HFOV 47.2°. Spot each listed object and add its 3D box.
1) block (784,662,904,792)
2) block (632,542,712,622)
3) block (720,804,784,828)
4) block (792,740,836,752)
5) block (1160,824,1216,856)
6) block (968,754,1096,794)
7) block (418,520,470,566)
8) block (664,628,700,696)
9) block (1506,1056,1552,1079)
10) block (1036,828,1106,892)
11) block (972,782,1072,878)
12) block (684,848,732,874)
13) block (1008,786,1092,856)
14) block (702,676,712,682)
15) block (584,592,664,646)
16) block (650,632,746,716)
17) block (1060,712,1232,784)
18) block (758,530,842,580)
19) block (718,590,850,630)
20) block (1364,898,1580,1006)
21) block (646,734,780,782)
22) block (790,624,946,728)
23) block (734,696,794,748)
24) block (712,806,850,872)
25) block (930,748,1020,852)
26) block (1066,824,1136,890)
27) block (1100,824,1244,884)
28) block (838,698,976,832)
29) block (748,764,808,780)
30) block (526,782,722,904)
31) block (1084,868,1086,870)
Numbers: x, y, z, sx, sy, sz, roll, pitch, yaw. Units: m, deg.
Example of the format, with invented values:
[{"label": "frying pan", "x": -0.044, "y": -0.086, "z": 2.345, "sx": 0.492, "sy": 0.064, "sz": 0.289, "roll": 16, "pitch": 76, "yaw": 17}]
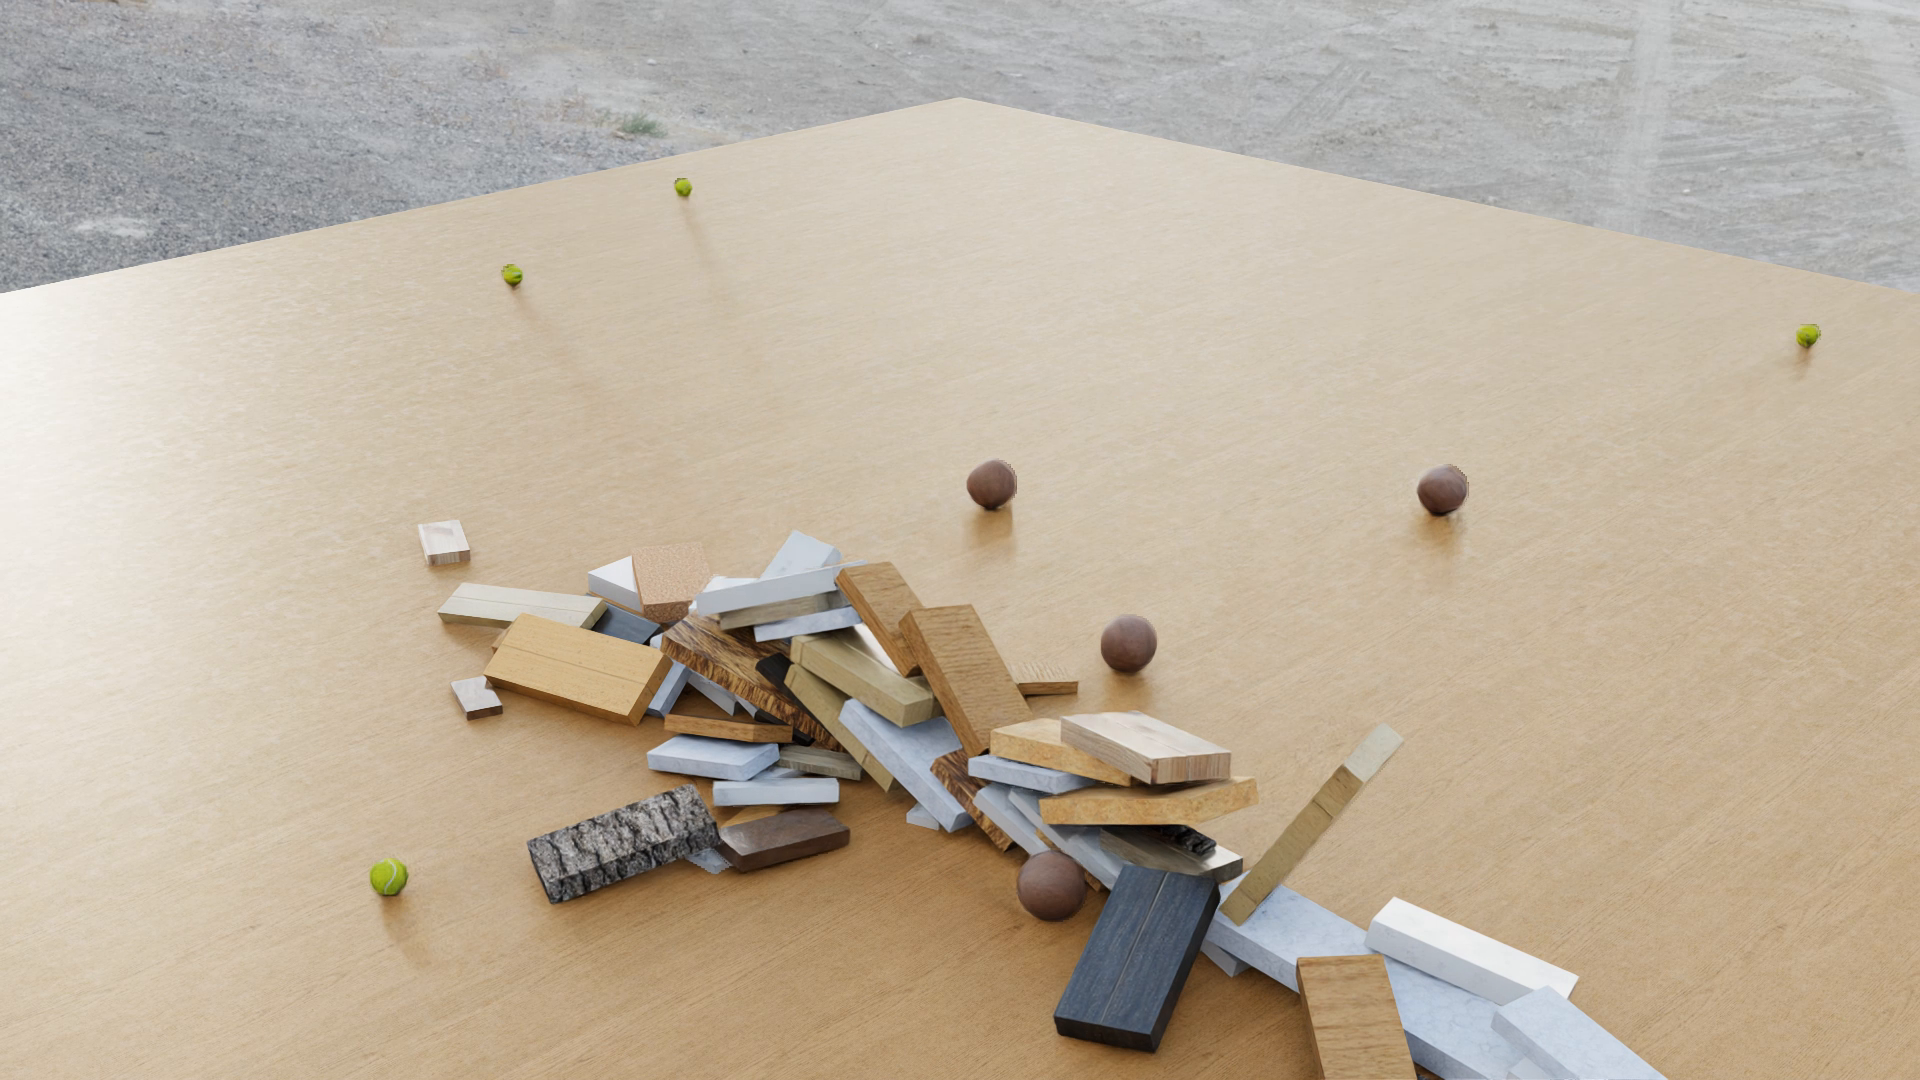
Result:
[{"label": "block", "x": -0.189, "y": 0.373, "z": 4.600, "sx": 0.178, "sy": 0.050, "sz": 0.356, "roll": -13, "pitch": 46, "yaw": -44}, {"label": "block", "x": -0.695, "y": 0.101, "z": 5.335, "sx": 0.173, "sy": 0.049, "sz": 0.346, "roll": -5, "pitch": 24, "yaw": -12}, {"label": "block", "x": -0.416, "y": 0.564, "z": 4.409, "sx": 0.065, "sy": 0.018, "sz": 0.131, "roll": 14, "pitch": 26, "yaw": 29}, {"label": "block", "x": -0.327, "y": 0.419, "z": 4.701, "sx": 0.065, "sy": 0.018, "sz": 0.131, "roll": -20, "pitch": 47, "yaw": -38}, {"label": "block", "x": 0.421, "y": 0.550, "z": 4.060, "sx": 0.094, "sy": 0.013, "sz": 0.047, "roll": 25, "pitch": 31, "yaw": 35}, {"label": "block", "x": 0.140, "y": 0.452, "z": 4.291, "sx": 0.232, "sy": 0.033, "sz": 0.116, "roll": 6, "pitch": 9, "yaw": 44}, {"label": "block", "x": -1.339, "y": 0.006, "z": 5.708, "sx": 0.107, "sy": 0.030, "sz": 0.213, "roll": -8, "pitch": 24, "yaw": -18}, {"label": "block", "x": -0.665, "y": 0.275, "z": 5.063, "sx": 0.278, "sy": 0.039, "sz": 0.139, "roll": 20, "pitch": 30, "yaw": 39}, {"label": "block", "x": 1.055, "y": 0.914, "z": 3.464, "sx": 0.355, "sy": 0.050, "sz": 0.177, "roll": 31, "pitch": 37, "yaw": 34}, {"label": "block", "x": 0.235, "y": 0.598, "z": 4.235, "sx": 0.171, "sy": 0.024, "sz": 0.085, "roll": 41, "pitch": 39, "yaw": 25}, {"label": "block", "x": 0.148, "y": 0.555, "z": 4.297, "sx": 0.232, "sy": 0.033, "sz": 0.116, "roll": 40, "pitch": 38, "yaw": 24}, {"label": "block", "x": -0.501, "y": 0.608, "z": 4.299, "sx": 0.136, "sy": 0.019, "sz": 0.068, "roll": 21, "pitch": 31, "yaw": 37}, {"label": "block", "x": 0.182, "y": 0.533, "z": 4.251, "sx": 0.086, "sy": 0.024, "sz": 0.171, "roll": -16, "pitch": 47, "yaw": -42}, {"label": "block", "x": -0.482, "y": 0.274, "z": 4.853, "sx": 0.180, "sy": 0.026, "sz": 0.090, "roll": -3, "pitch": 30, "yaw": -12}, {"label": "block", "x": -0.817, "y": 0.220, "z": 5.087, "sx": 0.278, "sy": 0.039, "sz": 0.139, "roll": 19, "pitch": 58, "yaw": 41}, {"label": "block", "x": -0.553, "y": 0.284, "z": 4.949, "sx": 0.278, "sy": 0.039, "sz": 0.139, "roll": 34, "pitch": 38, "yaw": 29}, {"label": "block", "x": 0.344, "y": 0.387, "z": 4.133, "sx": 0.169, "sy": 0.048, "sz": 0.338, "roll": -2, "pitch": 10, "yaw": -26}, {"label": "block", "x": -0.417, "y": 0.123, "z": 5.192, "sx": 0.146, "sy": 0.041, "sz": 0.292, "roll": 22, "pitch": 71, "yaw": 42}, {"label": "block", "x": -0.372, "y": 0.146, "z": 4.745, "sx": 0.276, "sy": 0.039, "sz": 0.138, "roll": -11, "pitch": 1, "yaw": 36}, {"label": "block", "x": 0.891, "y": 0.733, "z": 3.832, "sx": 0.345, "sy": 0.049, "sz": 0.172, "roll": 22, "pitch": 13, "yaw": 21}, {"label": "block", "x": -0.516, "y": 0.451, "z": 4.593, "sx": 0.250, "sy": 0.035, "sz": 0.125, "roll": 3, "pitch": 19, "yaw": 32}, {"label": "block", "x": -0.170, "y": 0.276, "z": 4.579, "sx": 0.178, "sy": 0.050, "sz": 0.356, "roll": -12, "pitch": 29, "yaw": -43}, {"label": "block", "x": -0.399, "y": 0.374, "z": 4.773, "sx": 0.090, "sy": 0.025, "sz": 0.180, "roll": -19, "pitch": 49, "yaw": -38}, {"label": "block", "x": -0.352, "y": 0.583, "z": 4.308, "sx": 0.244, "sy": 0.035, "sz": 0.122, "roll": -9, "pitch": 23, "yaw": -34}, {"label": "block", "x": 0.058, "y": 0.511, "z": 4.369, "sx": 0.116, "sy": 0.033, "sz": 0.232, "roll": -17, "pitch": 54, "yaw": -45}, {"label": "block", "x": 0.334, "y": 0.625, "z": 4.132, "sx": 0.127, "sy": 0.036, "sz": 0.254, "roll": -19, "pitch": 44, "yaw": -39}, {"label": "block", "x": 0.390, "y": 0.578, "z": 4.081, "sx": 0.127, "sy": 0.036, "sz": 0.254, "roll": -13, "pitch": 21, "yaw": -35}, {"label": "block", "x": -0.066, "y": 0.438, "z": 4.482, "sx": 0.178, "sy": 0.050, "sz": 0.356, "roll": -14, "pitch": 47, "yaw": -44}, {"label": "block", "x": -0.389, "y": 0.485, "z": 4.594, "sx": 0.130, "sy": 0.018, "sz": 0.065, "roll": -16, "pitch": 28, "yaw": -33}, {"label": "block", "x": -0.650, "y": 0.584, "z": 4.248, "sx": 0.340, "sy": 0.048, "sz": 0.170, "roll": -18, "pitch": 28, "yaw": -16}, {"label": "block", "x": 0.329, "y": 0.645, "z": 4.156, "sx": 0.171, "sy": 0.024, "sz": 0.086, "roll": 35, "pitch": 39, "yaw": 31}]
